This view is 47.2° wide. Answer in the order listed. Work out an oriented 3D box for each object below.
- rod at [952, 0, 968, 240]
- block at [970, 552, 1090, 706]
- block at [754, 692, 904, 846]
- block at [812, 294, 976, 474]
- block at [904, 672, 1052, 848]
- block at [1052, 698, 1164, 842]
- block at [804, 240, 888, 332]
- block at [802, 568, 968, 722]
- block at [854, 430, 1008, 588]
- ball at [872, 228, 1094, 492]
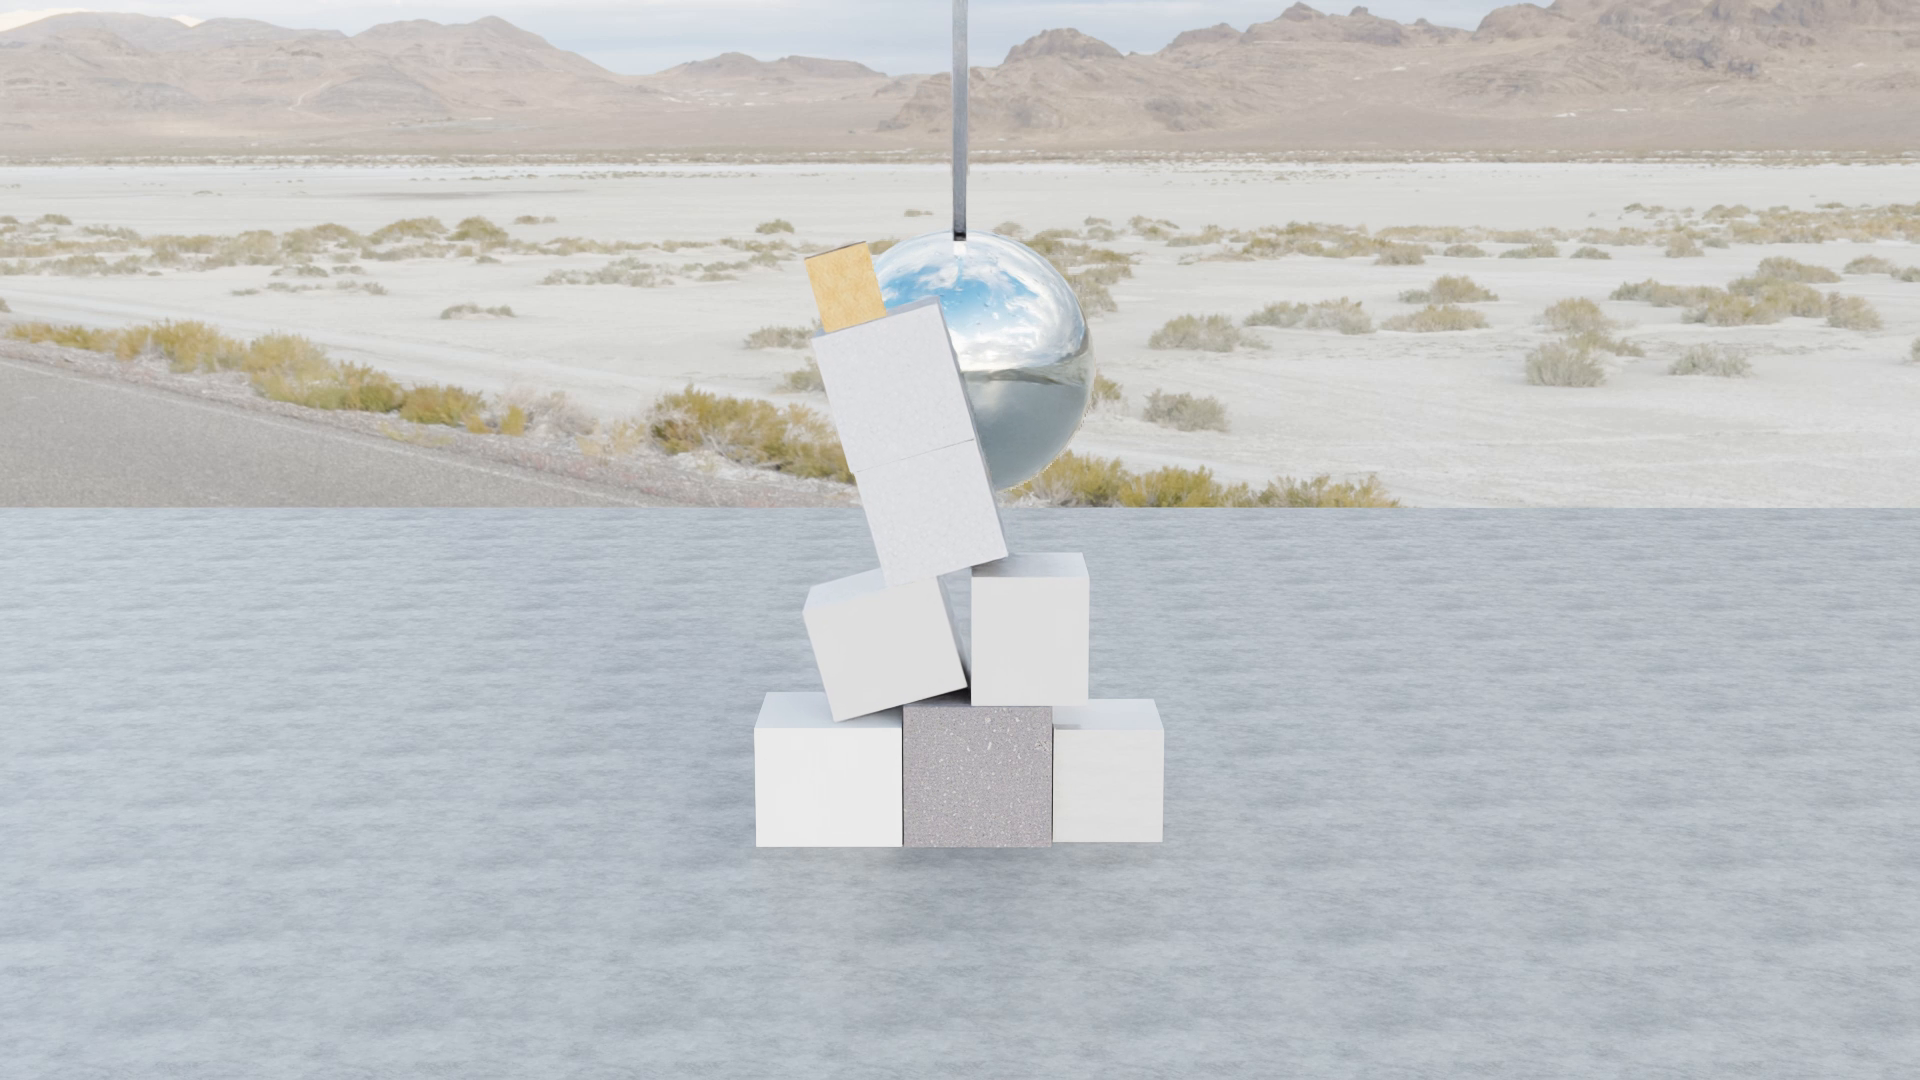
[{"bbox_3d":[0.000,-3.982,11.370,0.080,5.200,0.080,0,31,0],"label":"rod"},{"bbox_3d":[0.348,0.446,11.242,0.582,0.652,0.667,0,10,0],"label":"block"},{"bbox_3d":[-0.658,1.176,11.381,0.735,0.615,0.736,0,10,0],"label":"block"},{"bbox_3d":[-0.324,-0.794,11.050,0.639,0.686,0.636,-16,10,3],"label":"block"},{"bbox_3d":[0.089,1.122,11.374,0.741,0.724,0.754,0,10,0],"label":"block"},{"bbox_3d":[0.748,1.187,11.399,0.556,0.587,0.622,0,10,0],"label":"block"},{"bbox_3d":[-0.569,-1.262,10.938,0.317,0.372,0.319,-16,10,-1],"label":"block"},{"bbox_3d":[-0.373,0.490,11.272,0.688,0.585,0.642,-15,10,3],"label":"block"},{"bbox_3d":[-0.140,-0.181,11.142,0.619,0.605,0.621,-15,10,3],"label":"block"},{"bbox_3d":[0.000,-1.053,13.097,1.600,1.600,1.600,0,10,0],"label":"ball"}]
